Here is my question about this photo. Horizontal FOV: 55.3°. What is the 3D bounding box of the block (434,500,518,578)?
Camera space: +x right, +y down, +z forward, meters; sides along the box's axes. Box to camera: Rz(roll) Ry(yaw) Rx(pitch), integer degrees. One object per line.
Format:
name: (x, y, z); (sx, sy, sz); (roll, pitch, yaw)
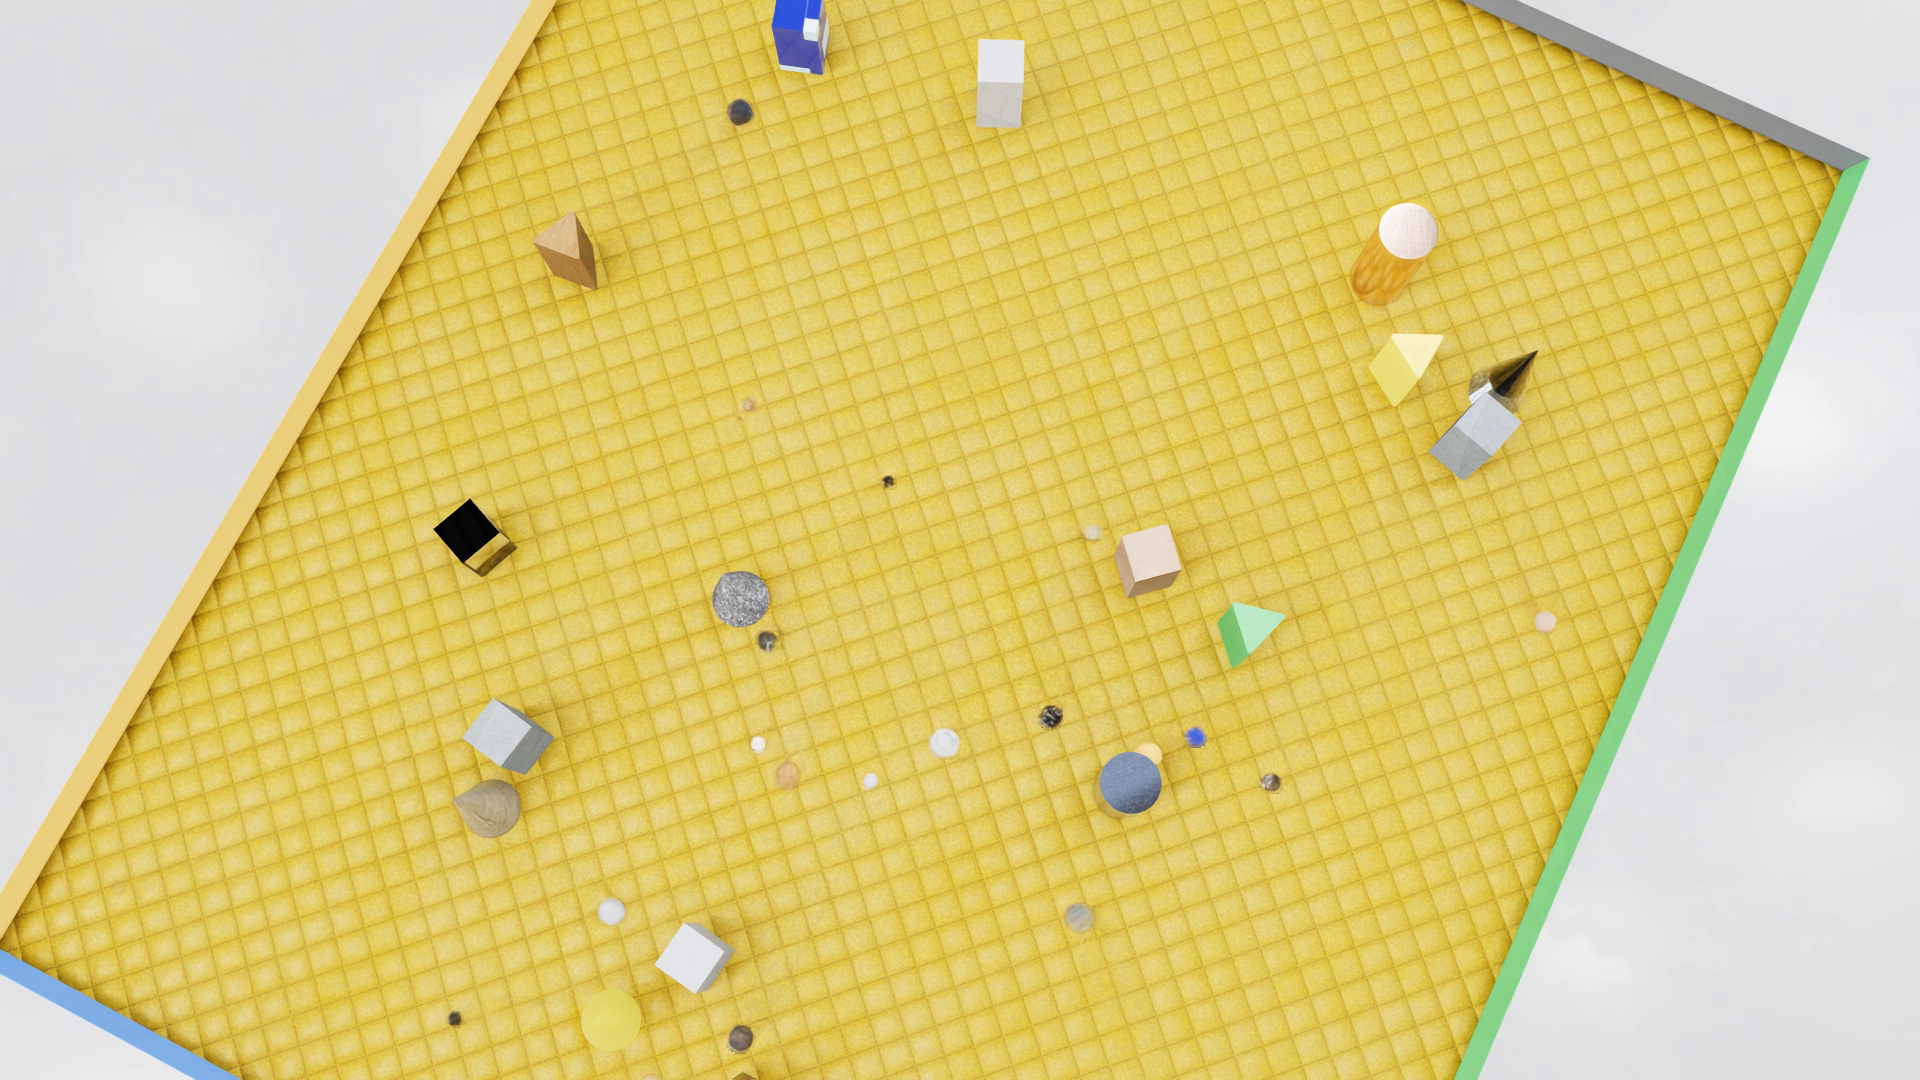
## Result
block: (-1.452, -0.004, 5.502); (0.140, 0.226, 0.140); (-41, 81, -8)

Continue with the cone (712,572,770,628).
cone: (-0.667, 0.137, 5.372); (0.174, 0.424, 0.174); (0, 78, 0)

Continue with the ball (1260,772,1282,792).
ball: (0.923, 0.719, 5.437); (0.060, 0.060, 0.060); (0, 78, 0)

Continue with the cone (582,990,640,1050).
cone: (-1.015, 1.358, 5.143); (0.174, 0.377, 0.174); (0, 78, 0)

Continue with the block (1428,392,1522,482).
block: (1.548, -0.309, 5.521); (0.140, 0.311, 0.140); (42, 81, 8)

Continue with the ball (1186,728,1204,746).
ball: (0.701, 0.587, 5.467); (0.055, 0.055, 0.055); (0, 78, 0)

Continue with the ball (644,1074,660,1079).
ball: (-0.887, 1.559, 5.270); (0.048, 0.048, 0.048); (0, 78, 0)

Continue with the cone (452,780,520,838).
cone: (-1.393, 0.755, 5.238); (0.174, 0.435, 0.174); (0, 78, 0)

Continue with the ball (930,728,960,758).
ball: (-0.043, 0.603, 5.447); (0.087, 0.087, 0.087); (0, 78, 0)

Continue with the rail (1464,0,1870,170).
rail: (1.049, -2.048, 5.980); (4.021, 0.113, 0.045); (26, 80, 5)

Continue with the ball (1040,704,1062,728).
ball: (0.271, 0.527, 5.472); (0.070, 0.070, 0.070); (0, 78, 0)

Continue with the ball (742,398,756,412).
ball: (-0.655, -0.419, 5.681); (0.041, 0.041, 0.041); (0, 78, 0)

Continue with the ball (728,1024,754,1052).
ball: (-0.631, 1.436, 5.282); (0.073, 0.073, 0.073); (0, 78, 0)

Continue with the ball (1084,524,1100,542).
ball: (0.403, -0.022, 5.594); (0.052, 0.052, 0.052); (0, 78, 0)

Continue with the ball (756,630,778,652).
ball: (-0.581, 0.305, 5.521); (0.064, 0.064, 0.064); (0, 78, 0)

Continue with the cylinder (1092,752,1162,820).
cylinder: (0.482, 0.715, 5.315); (0.174, 0.301, 0.174); (0, 78, 0)

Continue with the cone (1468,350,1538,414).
cone: (1.671, -0.506, 5.500); (0.174, 0.432, 0.174); (0, 78, 0)

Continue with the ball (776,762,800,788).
ball: (-0.510, 0.696, 5.434); (0.076, 0.076, 0.076); (0, 78, 0)

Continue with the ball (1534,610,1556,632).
ball: (1.767, 0.245, 5.533); (0.063, 0.063, 0.063); (0, 78, 0)

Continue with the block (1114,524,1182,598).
block: (0.557, 0.066, 5.458); (0.140, 0.284, 0.140); (-15, 79, -3)

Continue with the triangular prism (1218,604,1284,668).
triangular prism: (0.830, 0.258, 5.399); (0.131, 0.322, 0.151); (44, 82, 8)

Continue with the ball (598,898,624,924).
ball: (-1.019, 1.085, 5.353); (0.077, 0.077, 0.077); (0, 78, 0)

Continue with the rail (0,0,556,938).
rail: (-1.777, -0.864, 5.736); (0.045, 0.113, 4.737); (26, 80, 5)

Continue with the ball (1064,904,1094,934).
ball: (0.350, 1.106, 5.343); (0.087, 0.087, 0.087); (0, 78, 0)

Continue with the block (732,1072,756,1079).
block: (-0.599, 1.603, 5.153); (0.140, 0.258, 0.140); (27, 80, 5)

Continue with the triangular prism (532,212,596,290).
triangular prism: (-1.192, -0.904, 5.659); (0.151, 0.281, 0.131); (21, 79, 4)

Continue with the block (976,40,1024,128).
block: (0.125, -1.428, 5.745); (0.140, 0.325, 0.140); (2, 78, 0)

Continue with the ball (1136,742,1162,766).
ball: (0.559, 0.639, 5.443); (0.080, 0.080, 0.080); (0, 78, 0)

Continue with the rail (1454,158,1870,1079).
rail: (1.777, 0.876, 5.376); (0.045, 0.113, 4.737); (26, 80, 5)

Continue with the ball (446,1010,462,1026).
ball: (-1.465, 1.386, 5.309); (0.042, 0.042, 0.042); (0, 78, 0)

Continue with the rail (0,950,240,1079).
rail: (-1.049, 2.060, 5.132); (4.021, 0.113, 0.045); (26, 80, 5)

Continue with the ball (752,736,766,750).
ball: (-0.601, 0.608, 5.469); (0.043, 0.043, 0.043); (0, 78, 0)

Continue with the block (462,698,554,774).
block: (-1.312, 0.575, 5.340); (0.140, 0.309, 0.140); (36, 81, 7)

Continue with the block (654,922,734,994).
block: (-0.754, 1.192, 5.236); (0.140, 0.262, 0.140); (34, 80, 7)

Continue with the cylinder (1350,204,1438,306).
cylinder: (1.317, -0.864, 5.582); (0.174, 0.417, 0.174); (0, 78, 0)

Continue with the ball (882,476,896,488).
ball: (-0.218, -0.179, 5.632); (0.040, 0.040, 0.040); (0, 78, 0)

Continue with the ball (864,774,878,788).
ball: (-0.265, 0.715, 5.446); (0.043, 0.043, 0.043); (0, 78, 0)

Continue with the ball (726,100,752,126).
ball: (-0.704, -1.366, 5.857); (0.082, 0.082, 0.082); (0, 78, 0)

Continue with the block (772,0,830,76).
block: (-0.502, -1.610, 5.801); (0.140, 0.289, 0.140); (8, 78, 2)

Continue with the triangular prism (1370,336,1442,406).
triangular prism: (1.335, -0.542, 5.570); (0.131, 0.310, 0.151); (30, 80, 6)
